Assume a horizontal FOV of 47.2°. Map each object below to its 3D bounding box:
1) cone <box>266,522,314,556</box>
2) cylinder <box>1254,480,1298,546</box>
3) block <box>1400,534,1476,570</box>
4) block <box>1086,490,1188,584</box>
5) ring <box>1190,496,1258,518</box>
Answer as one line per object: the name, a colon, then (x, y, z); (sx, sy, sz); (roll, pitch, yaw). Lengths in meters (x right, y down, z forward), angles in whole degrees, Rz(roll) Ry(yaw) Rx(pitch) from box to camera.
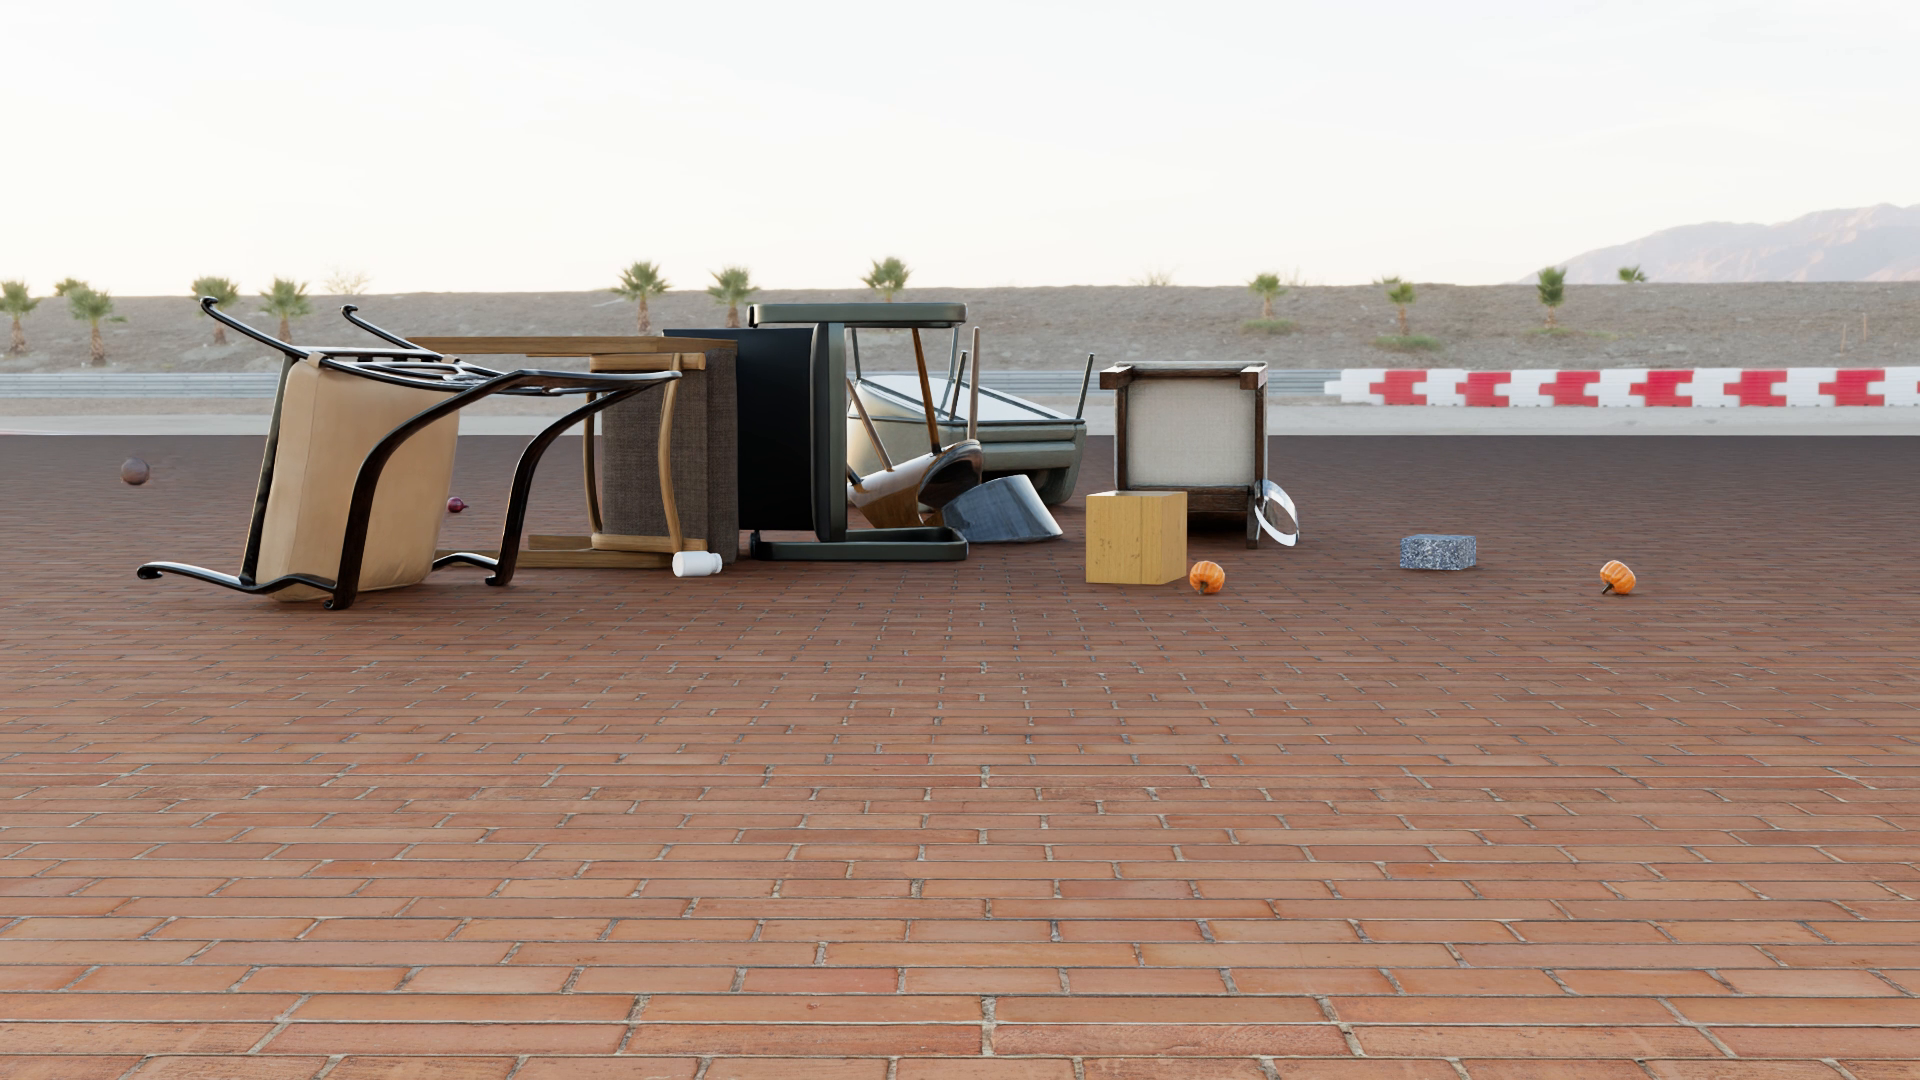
cone: (-1.793, 0.019, 5.972); (0.130, 0.083, 0.189); (-10, 21, -30)
cylinder: (0.911, -0.080, 6.329); (0.085, 0.186, 0.109); (-33, 19, 21)
block: (1.213, 0.030, 5.574); (0.147, 0.074, 0.196); (2, 4, 25)
block: (0.419, -0.009, 5.197); (0.179, 0.202, 0.258); (1, 4, 19)
ring: (0.941, -0.116, 7.695); (0.279, 0.074, 0.275); (0, 3, 15)
